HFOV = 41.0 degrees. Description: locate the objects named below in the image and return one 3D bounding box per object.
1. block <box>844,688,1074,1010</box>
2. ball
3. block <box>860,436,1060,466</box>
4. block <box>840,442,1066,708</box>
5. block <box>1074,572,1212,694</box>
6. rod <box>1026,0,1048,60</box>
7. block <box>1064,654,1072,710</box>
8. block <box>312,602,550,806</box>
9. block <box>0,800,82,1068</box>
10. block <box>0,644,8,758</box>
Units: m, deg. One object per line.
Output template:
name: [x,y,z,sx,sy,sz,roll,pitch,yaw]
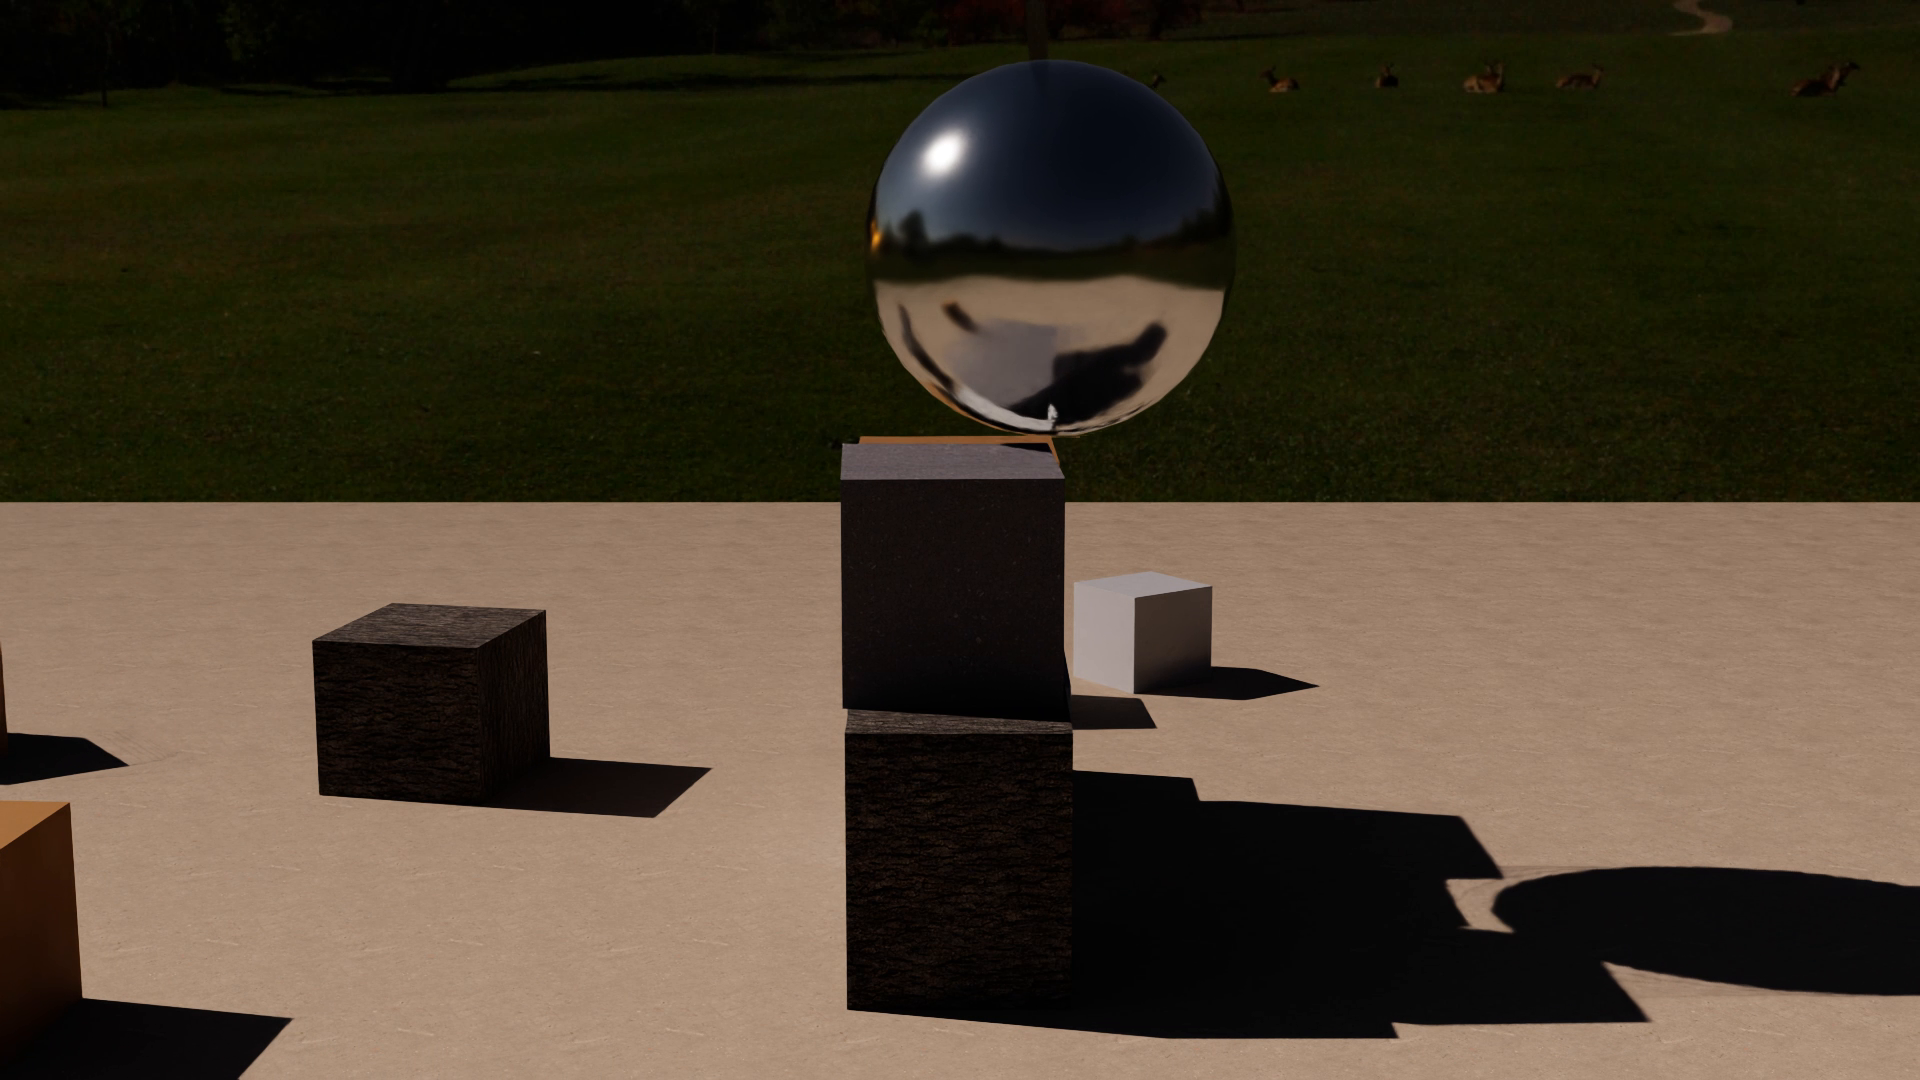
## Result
block: [-0.005,1.167,10.126,0.851,1.081,0.965,0,10,0]
ball: [0.382,-1.241,10.955,1.600,1.600,1.600,0,10,0]
block: [-0.016,0.044,12.053,0.924,0.935,0.978,0,10,-1]
block: [-0.045,0.123,10.338,0.857,0.897,0.964,0,10,-2]
block: [1.070,0.535,15.049,0.588,0.563,0.556,-7,13,-35]
rod: [0.165,-4.579,10.348,0.080,5.200,0.080,-4,10,1]
block: [-0.004,0.977,11.865,0.988,0.833,0.918,0,10,0]
block: [-2.646,0.809,12.930,0.850,0.782,0.922,2,11,12]
block: [-3.813,1.448,9.417,0.816,0.781,0.844,1,10,4]
block: [-5.409,0.809,13.390,0.622,0.617,0.700,-8,13,-36]
